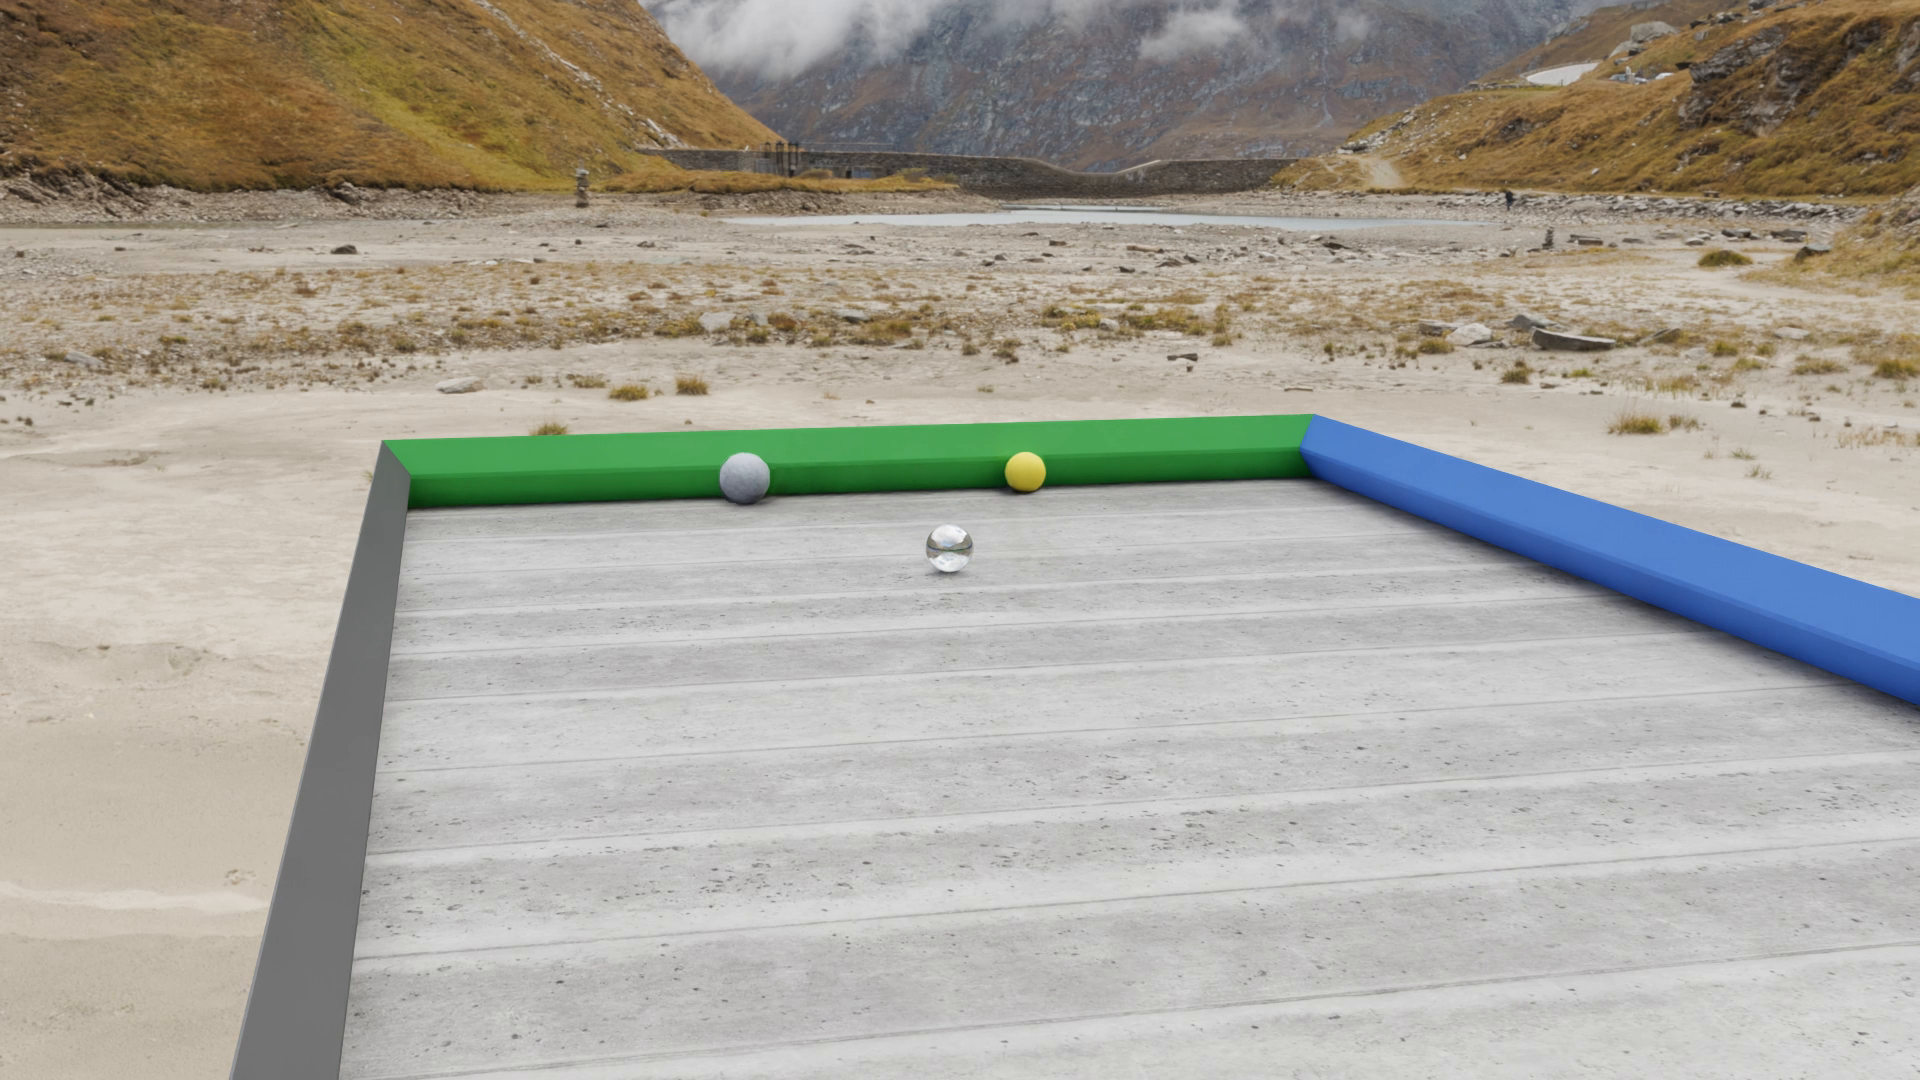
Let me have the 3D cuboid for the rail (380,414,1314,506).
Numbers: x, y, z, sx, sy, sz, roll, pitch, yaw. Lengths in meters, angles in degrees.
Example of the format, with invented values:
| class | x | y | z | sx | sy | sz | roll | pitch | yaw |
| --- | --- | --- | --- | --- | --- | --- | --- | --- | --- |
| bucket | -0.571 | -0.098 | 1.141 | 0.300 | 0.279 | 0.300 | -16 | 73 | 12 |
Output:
| class | x | y | z | sx | sy | sz | roll | pitch | yaw |
| --- | --- | --- | --- | --- | --- | --- | --- | --- | --- |
| rail | -0.149 | -0.135 | 3.745 | 1.619 | 0.110 | 0.045 | -2 | 10 | -13 |

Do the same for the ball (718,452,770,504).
| class | x | y | z | sx | sy | sz | roll | pitch | yaw |
| --- | --- | --- | --- | --- | --- | --- | --- | --- | --- |
| ball | -0.356 | -0.102 | 3.637 | 0.085 | 0.085 | 0.085 | 0 | 10 | 0 |

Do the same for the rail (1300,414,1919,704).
| class | x | y | z | sx | sy | sz | roll | pitch | yaw |
| --- | --- | --- | --- | --- | --- | --- | --- | --- | --- |
| rail | 0.920 | 0.066 | 2.611 | 0.045 | 0.110 | 2.769 | -2 | 10 | -13 |

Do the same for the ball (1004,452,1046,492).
| class | x | y | z | sx | sy | sz | roll | pitch | yaw |
| --- | --- | --- | --- | --- | --- | --- | --- | --- | --- |
| ball | 0.111 | -0.115 | 3.754 | 0.070 | 0.070 | 0.070 | 0 | 10 | 0 |

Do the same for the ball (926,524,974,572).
| class | x | y | z | sx | sy | sz | roll | pitch | yaw |
| --- | --- | --- | --- | --- | --- | --- | --- | --- | --- |
| ball | -0.014 | 0.011 | 3.049 | 0.067 | 0.067 | 0.067 | 0 | 10 | 0 |

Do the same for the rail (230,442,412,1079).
| class | x | y | z | sx | sy | sz | roll | pitch | yaw |
| --- | --- | --- | --- | --- | --- | --- | --- | --- | --- |
| rail | -0.612 | 0.127 | 2.267 | 0.045 | 0.110 | 2.769 | -2 | 10 | -13 |
